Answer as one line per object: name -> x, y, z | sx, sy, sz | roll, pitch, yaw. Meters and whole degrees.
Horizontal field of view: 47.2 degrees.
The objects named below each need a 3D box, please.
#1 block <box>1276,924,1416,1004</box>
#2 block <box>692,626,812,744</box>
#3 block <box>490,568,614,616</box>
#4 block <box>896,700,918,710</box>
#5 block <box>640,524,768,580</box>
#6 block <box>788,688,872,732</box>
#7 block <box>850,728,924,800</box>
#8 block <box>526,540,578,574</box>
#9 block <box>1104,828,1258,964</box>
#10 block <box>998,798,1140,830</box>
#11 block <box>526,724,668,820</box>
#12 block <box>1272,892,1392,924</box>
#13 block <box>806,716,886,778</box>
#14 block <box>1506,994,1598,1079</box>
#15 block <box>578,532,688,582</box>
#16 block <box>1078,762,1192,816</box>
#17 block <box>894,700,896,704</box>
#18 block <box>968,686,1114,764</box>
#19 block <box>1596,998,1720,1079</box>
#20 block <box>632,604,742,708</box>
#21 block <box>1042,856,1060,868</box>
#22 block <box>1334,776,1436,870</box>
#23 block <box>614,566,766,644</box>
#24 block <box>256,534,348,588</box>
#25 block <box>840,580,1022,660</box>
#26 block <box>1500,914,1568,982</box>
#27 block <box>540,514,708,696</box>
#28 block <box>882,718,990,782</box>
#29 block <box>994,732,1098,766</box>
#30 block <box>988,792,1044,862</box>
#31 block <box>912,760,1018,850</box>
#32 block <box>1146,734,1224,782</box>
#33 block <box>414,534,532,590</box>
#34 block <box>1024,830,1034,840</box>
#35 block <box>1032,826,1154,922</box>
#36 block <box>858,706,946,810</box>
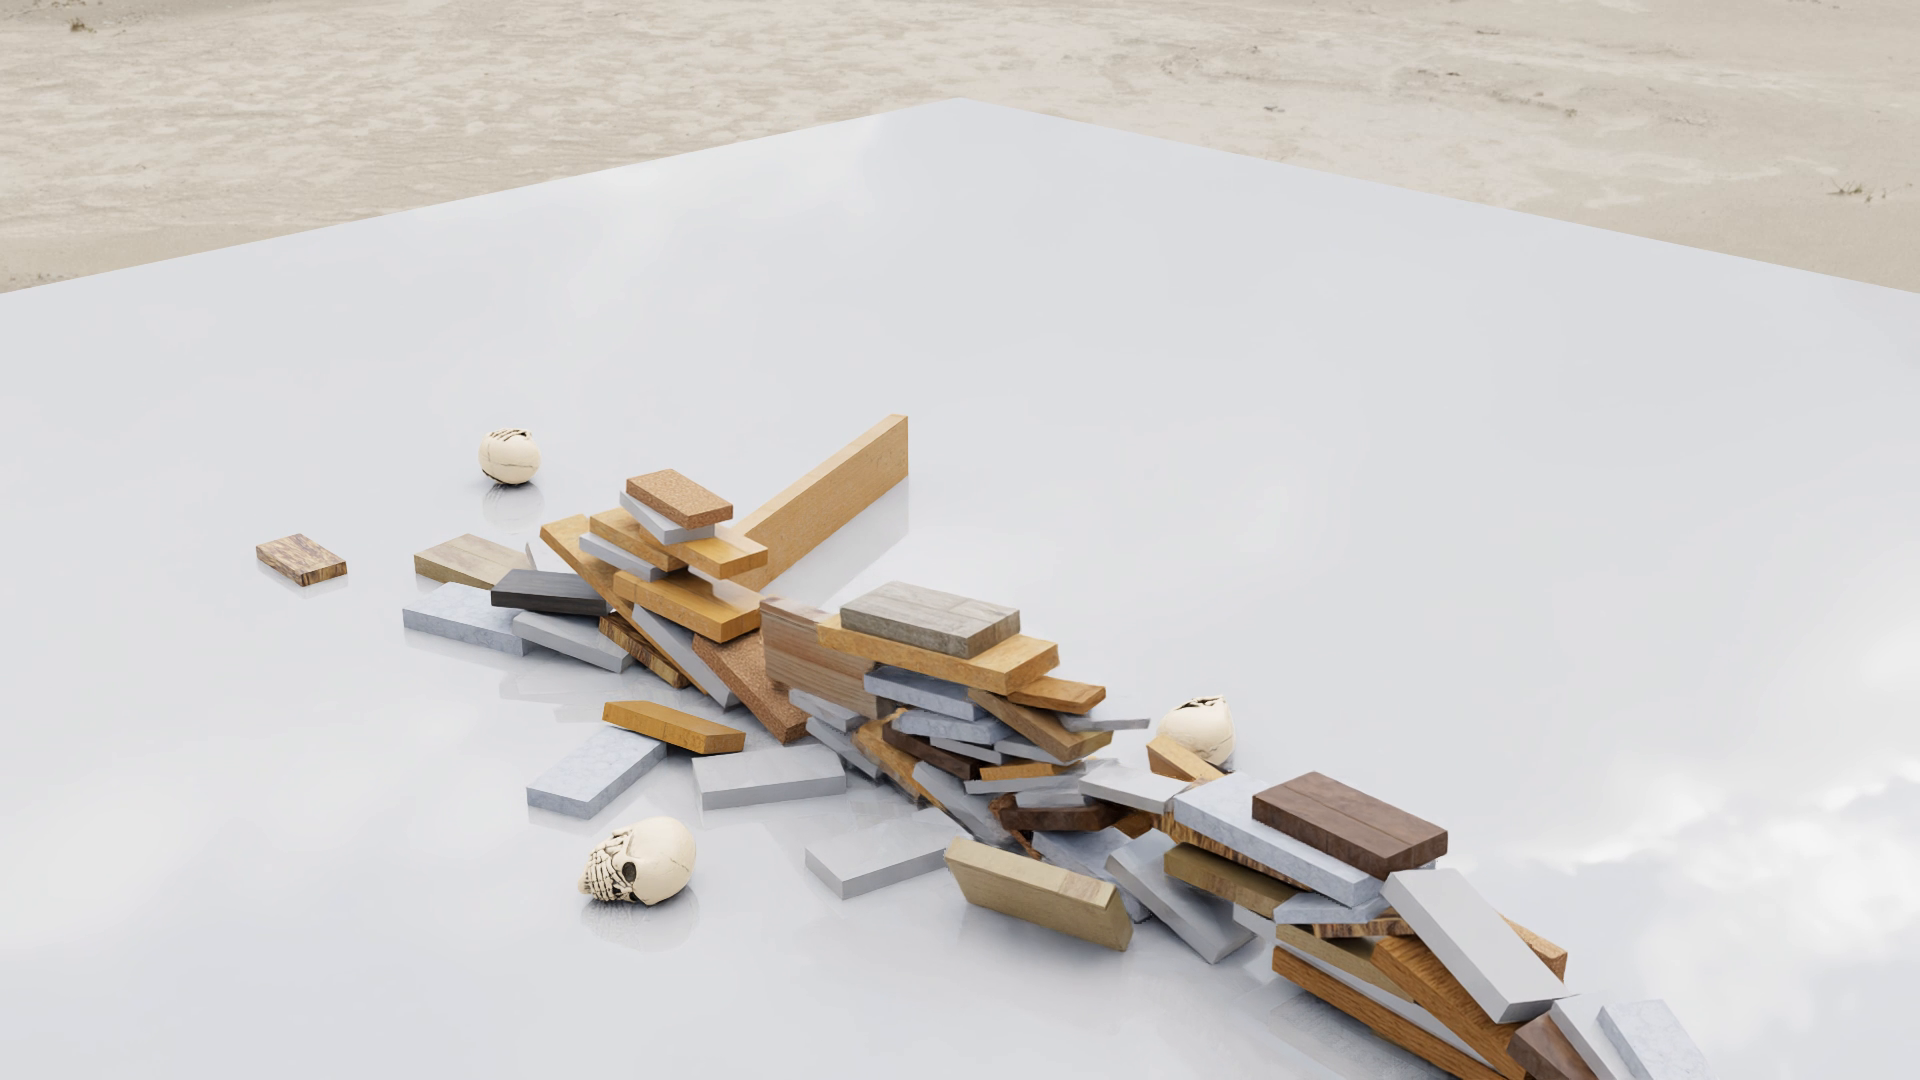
block -> 0.696, 0.689, 3.755 | 0.280, 0.040, 0.140 | 21, 31, 40
block -> -0.421, 0.300, 4.845 | 0.170, 0.048, 0.340 | -19, 49, -40
block -> -0.943, 0.123, 5.169 | 0.282, 0.040, 0.141 | 5, 21, 10
block -> -0.076, 0.276, 4.880 | 0.177, 0.050, 0.355 | -11, 22, -9
block -> -0.577, 0.007, 4.947 | 0.279, 0.040, 0.139 | 25, 31, 38
block -> -0.262, 0.348, 4.670 | 0.103, 0.029, 0.207 | -19, 26, -35
block -> -0.119, 0.450, 4.559 | 0.207, 0.029, 0.104 | 38, 38, 30
block -> -0.987, 0.082, 5.424 | 0.119, 0.034, 0.239 | -1, 37, -25
block -> 0.413, 0.653, 4.057 | 0.138, 0.039, 0.276 | -22, 51, -41
block -> 0.217, 0.513, 4.212 | 0.138, 0.039, 0.276 | -20, 7, -39
block -> -0.753, 0.481, 4.574 | 0.148, 0.042, 0.297 | 10, 25, 23
block -> 0.631, 0.624, 3.734 | 0.178, 0.025, 0.089 | -9, 7, 40
block -> -0.215, 0.422, 4.632 | 0.207, 0.029, 0.104 | 31, 35, 32
block -> 1.017, 0.846, 3.376 | 0.162, 0.046, 0.323 | -18, 44, -36
block -> -0.750, 0.027, 5.055 | 0.238, 0.034, 0.119 | 22, 29, 34
block -> 0.324, 0.460, 4.074 | 0.187, 0.027, 0.094 | 11, 24, 37
block -> -0.126, 0.312, 4.922 | 0.094, 0.027, 0.188 | 19, 29, 37
block -> 0.155, 0.331, 4.236 | 0.132, 0.037, 0.264 | -17, 38, -42
block -> 1.074, 0.795, 3.342 | 0.111, 0.031, 0.222 | -1, 36, -20
block -> -0.567, 0.234, 4.961 | 0.170, 0.048, 0.340 | -20, 50, -43
block -> 0.238, 0.633, 4.242 | 0.150, 0.021, 0.075 | 20, 30, 39
block -> 0.779, 0.575, 4.346 | 0.163, 0.046, 0.327 | -9, 25, -21
block -> -0.601, 0.128, 4.960 | 0.340, 0.048, 0.170 | 22, 29, 33
block -> -1.677, 0.050, 5.599 | 0.123, 0.035, 0.247 | -20, 30, -38
block -> -0.061, 0.158, 4.384 | 0.331, 0.047, 0.166 | 12, 26, 38
block -> 0.913, 0.725, 3.849 | 0.044, 0.155, 0.310 | -12, 25, -36
block -> -0.736, 0.141, 5.082 | 0.627, 0.034, 0.119 | 40, 39, 28
block -> -0.026, 0.411, 4.458 | 0.251, 0.036, 0.126 | 21, 28, 41
block -> 0.164, 0.396, 4.256 | 0.184, 0.026, 0.092 | 7, 19, 42
block -> 0.132, 0.560, 4.328 | 0.075, 0.021, 0.150 | -21, 58, -42
block -> 0.036, 0.515, 4.403 | 0.126, 0.036, 0.251 | -21, 48, -42
block -> 0.494, 0.516, 4.305 | 0.044, 0.155, 0.310 | -32, 41, -24
block -> -1.185, 0.075, 5.521 | 0.354, 0.050, 0.177 | 17, 28, 35
block -> 0.204, 0.587, 4.266 | 0.150, 0.021, 0.075 | 29, 35, 34
block -> 0.284, 0.612, 4.178 | 0.138, 0.039, 0.276 | -20, 40, -41
block -> -0.078, 0.447, 4.519 | 0.251, 0.036, 0.126 | 37, 38, 29
